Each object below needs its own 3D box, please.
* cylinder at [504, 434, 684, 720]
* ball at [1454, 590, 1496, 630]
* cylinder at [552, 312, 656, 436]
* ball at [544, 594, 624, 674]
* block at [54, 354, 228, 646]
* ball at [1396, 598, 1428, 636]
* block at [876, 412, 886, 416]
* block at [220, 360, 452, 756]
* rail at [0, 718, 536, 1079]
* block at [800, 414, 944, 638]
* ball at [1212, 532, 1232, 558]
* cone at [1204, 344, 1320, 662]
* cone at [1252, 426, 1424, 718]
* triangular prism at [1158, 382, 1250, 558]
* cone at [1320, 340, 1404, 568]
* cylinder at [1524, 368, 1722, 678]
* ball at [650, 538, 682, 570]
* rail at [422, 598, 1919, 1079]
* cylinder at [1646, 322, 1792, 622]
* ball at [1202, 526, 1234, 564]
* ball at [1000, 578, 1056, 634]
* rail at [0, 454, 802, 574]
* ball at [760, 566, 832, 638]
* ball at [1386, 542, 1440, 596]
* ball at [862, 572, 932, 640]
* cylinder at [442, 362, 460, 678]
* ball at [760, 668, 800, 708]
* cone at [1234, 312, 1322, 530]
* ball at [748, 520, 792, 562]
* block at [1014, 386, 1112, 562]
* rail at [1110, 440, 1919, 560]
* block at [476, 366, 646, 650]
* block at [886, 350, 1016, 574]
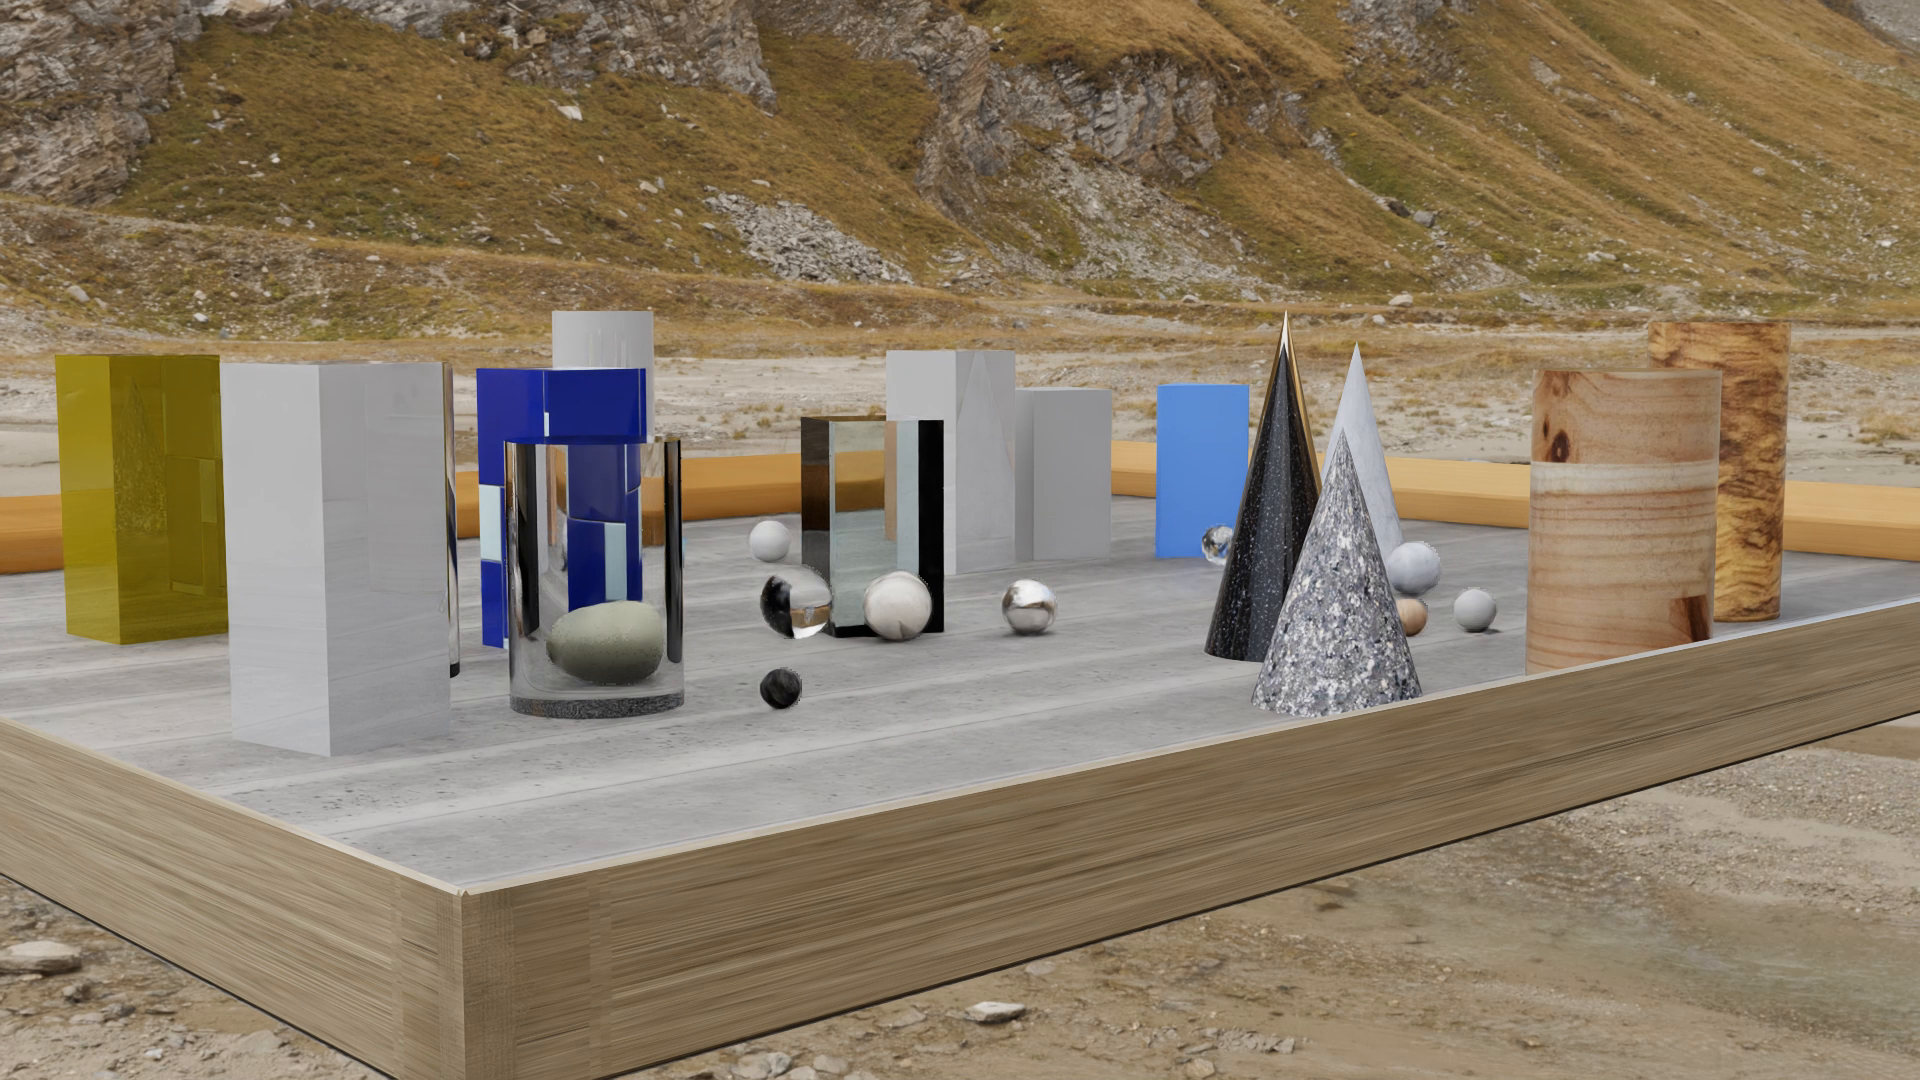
[{"bbox_3d":[-0.412,0.036,2.483,0.197,0.300,0.197,0,6,0],"label":"cylinder"},{"bbox_3d":[0.716,0.098,3.061,0.058,0.058,0.058,0,6,0],"label":"ball"},{"bbox_3d":[-0.699,-0.228,4.324,0.197,0.443,0.197,0,6,0],"label":"cylinder"},{"bbox_3d":[-0.461,0.116,2.694,0.098,0.098,0.098,0,6,0],"label":"ball"},{"bbox_3d":[-1.123,-0.062,3.022,0.157,0.384,0.157,6,8,43],"label":"block"},{"bbox_3d":[0.614,0.106,3.011,0.052,0.052,0.052,0,6,0],"label":"ball"},{"bbox_3d":[-0.062,-0.126,4.305,0.157,0.245,0.157,-3,7,-25],"label":"block"},{"bbox_3d":[-0.648,0.011,2.288,0.157,0.391,0.157,4,7,35],"label":"block"},{"bbox_3d":[-1.195,0.148,2.235,0.045,0.128,2.774,-5,8,-42],"label":"rail"},{"bbox_3d":[-0.124,-0.023,3.081,0.157,0.295,0.157,-2,6,-21],"label":"block"},{"bbox_3d":[0.479,0.009,3.968,0.047,0.047,0.047,0,6,0],"label":"ball"},{"bbox_3d":[0.418,-0.056,2.858,0.197,0.405,0.197,0,6,0],"label":"cone"},{"bbox_3d":[0.430,0.029,2.485,0.197,0.315,0.197,0,6,0],"label":"cone"},{"bbox_3d":[0.424,-0.132,4.045,0.170,0.310,0.147,-1,6,-12],"label":"triangular prism"},{"bbox_3d":[0.690,-0.152,3.842,0.197,0.392,0.197,0,6,0],"label":"cone"},{"bbox_3d":[0.723,0.004,2.405,0.197,0.380,0.197,0,6,0],"label":"cylinder"},{"bbox_3d":[-0.505,0.023,3.786,0.055,0.055,0.055,0,6,0],"label":"ball"},{"bbox_3d":[0.925,0.137,2.335,3.300,0.128,0.045,-5,8,-42],"label":"rail"},{"bbox_3d":[1.104,-0.104,3.219,0.197,0.427,0.197,0,6,0],"label":"cylinder"},{"bbox_3d":[0.404,0.008,3.403,0.060,0.060,0.060,0,6,0],"label":"ball"},{"bbox_3d":[0.095,0.091,3.032,0.077,0.077,0.077,0,6,0],"label":"ball"},{"bbox_3d":[-0.925,-0.071,4.329,3.300,0.128,0.045,-5,8,-42],"label":"rail"},{"bbox_3d":[-0.223,0.085,2.991,0.098,0.098,0.098,0,6,0],"label":"ball"},{"bbox_3d":[0.710,0.045,3.448,0.083,0.083,0.083,0,6,0],"label":"ball"},{"bbox_3d":[-0.085,0.089,2.973,0.094,0.094,0.094,0,6,0],"label":"ball"},{"bbox_3d":[-0.713,-0.024,2.675,0.197,0.381,0.197,0,6,0],"label":"cylinder"},{"bbox_3d":[-0.201,0.167,2.465,0.045,0.045,0.045,0,6,0],"label":"ball"},{"bbox_3d":[0.506,-0.137,3.433,0.197,0.447,0.197,0,6,0],"label":"cone"},{"bbox_3d":[-0.336,0.002,3.890,0.075,0.075,0.075,0,6,0],"label":"ball"},{"bbox_3d":[0.167,-0.124,4.001,0.157,0.303,0.157,-3,7,-26],"label":"block"},{"bbox_3d":[1.195,-0.081,4.429,0.045,0.128,2.774,-5,8,-42],"label":"rail"},{"bbox_3d":[-0.526,-0.043,2.920,0.157,0.368,0.157,6,8,43],"label":"block"},{"bbox_3d":[-0.016,-0.139,3.800,0.157,0.375,0.157,5,8,40],"label":"block"}]
